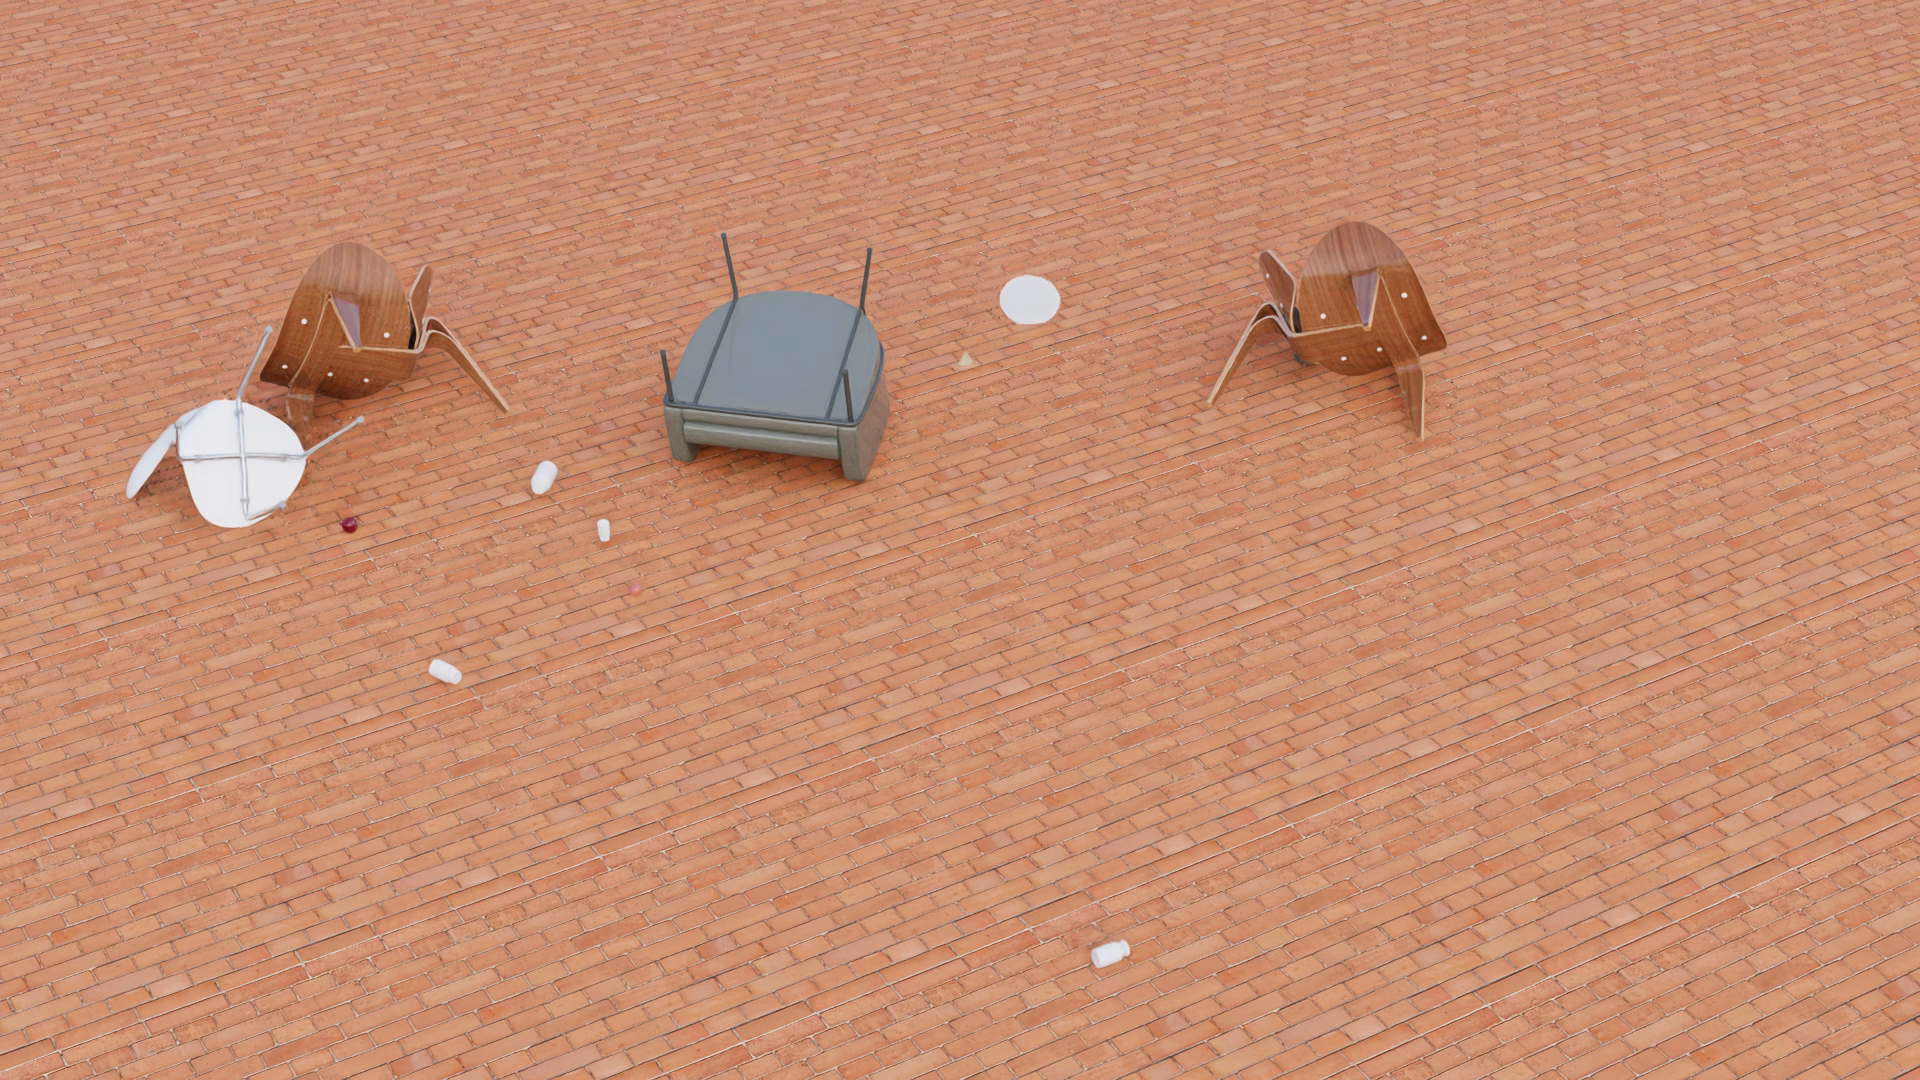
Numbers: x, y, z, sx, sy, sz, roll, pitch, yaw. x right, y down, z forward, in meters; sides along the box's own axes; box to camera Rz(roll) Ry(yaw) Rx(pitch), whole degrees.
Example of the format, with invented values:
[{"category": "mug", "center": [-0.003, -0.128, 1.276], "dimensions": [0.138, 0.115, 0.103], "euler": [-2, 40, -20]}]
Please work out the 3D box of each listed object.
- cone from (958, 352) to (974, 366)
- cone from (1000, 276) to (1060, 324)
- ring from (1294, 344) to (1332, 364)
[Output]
[{"category": "cone", "center": [0.023, -0.750, 12.028], "dimensions": [0.074, 0.060, 0.042], "euler": [-10, 35, -15]}, {"category": "cone", "center": [0.294, -1.010, 12.396], "dimensions": [0.252, 0.208, 0.170], "euler": [3, 2, 1]}, {"category": "ring", "center": [1.455, -0.764, 12.079], "dimensions": [0.171, 0.029, 0.130], "euler": [-17, 38, -24]}]
